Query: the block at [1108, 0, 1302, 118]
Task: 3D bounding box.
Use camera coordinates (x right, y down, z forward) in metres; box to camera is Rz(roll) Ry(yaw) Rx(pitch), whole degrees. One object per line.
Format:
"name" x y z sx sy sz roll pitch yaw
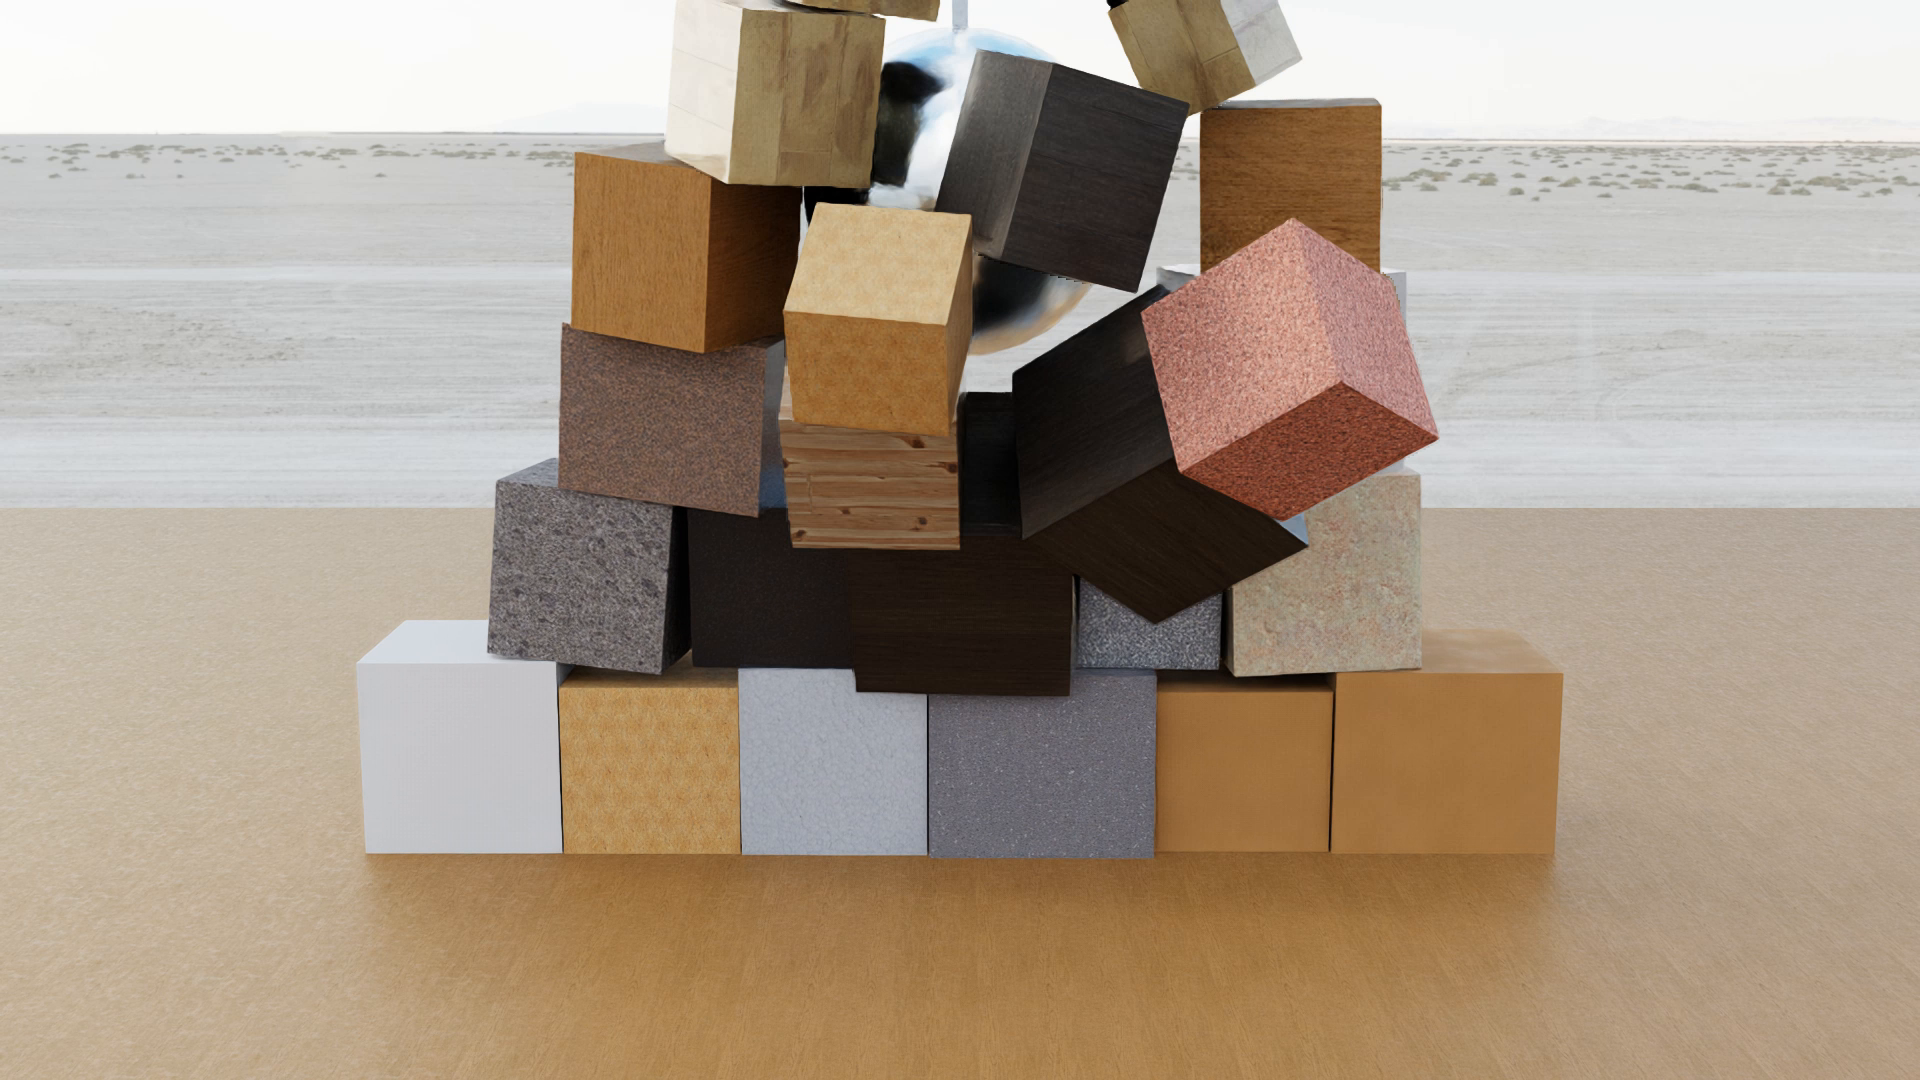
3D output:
"block" 1.122 -2.300 10.034 0.529 0.581 0.551 -18 12 37

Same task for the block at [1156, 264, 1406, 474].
"block" 1.579 -0.856 10.904 0.871 0.976 0.904 -8 15 -23

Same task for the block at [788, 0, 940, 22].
"block" -0.570 -2.789 9.991 0.709 0.671 0.842 -2 20 -35

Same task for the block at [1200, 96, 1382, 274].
"block" 1.567 -1.666 10.460 0.818 0.811 0.801 0 14 8

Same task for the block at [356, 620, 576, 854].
"block" -2.475 0.996 11.365 0.980 0.974 0.981 0 10 0

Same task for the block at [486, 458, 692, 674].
"block" -1.803 0.113 11.154 0.885 0.868 0.862 7 10 7

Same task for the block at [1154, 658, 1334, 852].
"block" 1.407 1.076 11.357 0.868 0.819 0.880 0 10 0

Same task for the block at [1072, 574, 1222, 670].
"block" 0.927 0.147 11.174 0.702 0.860 0.742 1 10 -2

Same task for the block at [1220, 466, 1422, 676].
"block" 1.770 0.094 11.205 0.928 0.964 0.948 -3 10 -2

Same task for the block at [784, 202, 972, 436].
"block" -0.323 -0.922 9.167 0.656 0.615 0.693 6 48 6

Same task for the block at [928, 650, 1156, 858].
"block" 0.406 1.018 11.378 1.113 0.926 1.155 0 10 0

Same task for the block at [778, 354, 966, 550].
"block" -0.366 -0.556 9.790 0.746 0.792 0.888 1 47 2

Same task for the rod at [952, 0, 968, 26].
"rod" 0.000 -5.052 10.223 0.080 5.200 0.080 0 9 0

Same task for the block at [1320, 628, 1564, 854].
"block" 2.408 1.020 11.372 1.113 0.925 0.998 0 10 0

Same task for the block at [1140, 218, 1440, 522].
"block" 1.364 -0.689 9.146 0.794 0.797 0.748 -30 -34 32

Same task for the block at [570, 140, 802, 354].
"block" -1.285 -1.406 10.392 0.744 0.825 0.798 12 19 25

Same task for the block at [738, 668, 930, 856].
"block" -0.620 1.011 11.362 0.924 0.946 1.024 0 10 1

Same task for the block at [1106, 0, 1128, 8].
"block" 0.970 -2.943 10.498 0.653 0.722 0.760 -17 -25 20

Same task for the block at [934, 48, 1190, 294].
"block" 0.421 -1.619 9.627 0.691 0.840 0.733 10 11 -28

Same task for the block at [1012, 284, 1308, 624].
"block" 0.877 -0.366 9.793 0.854 0.942 0.921 -29 -44 31

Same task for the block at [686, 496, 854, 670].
"block" -0.888 0.148 11.070 0.822 0.810 0.736 1 14 3

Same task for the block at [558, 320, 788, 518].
"block" -1.317 -0.684 10.847 1.024 0.816 0.881 8 17 12

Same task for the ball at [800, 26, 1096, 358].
"ball" 0.000 -1.699 10.781 1.600 1.600 1.600 0 10 0

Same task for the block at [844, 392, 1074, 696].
"block" 0.023 0.020 10.556 1.034 1.127 0.940 1 47 2

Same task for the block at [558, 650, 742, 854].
"block" -1.534 1.057 11.377 0.880 0.849 0.996 0 10 0

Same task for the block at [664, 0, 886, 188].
"block" -0.841 -2.034 9.882 0.688 0.746 0.751 -3 21 -29
